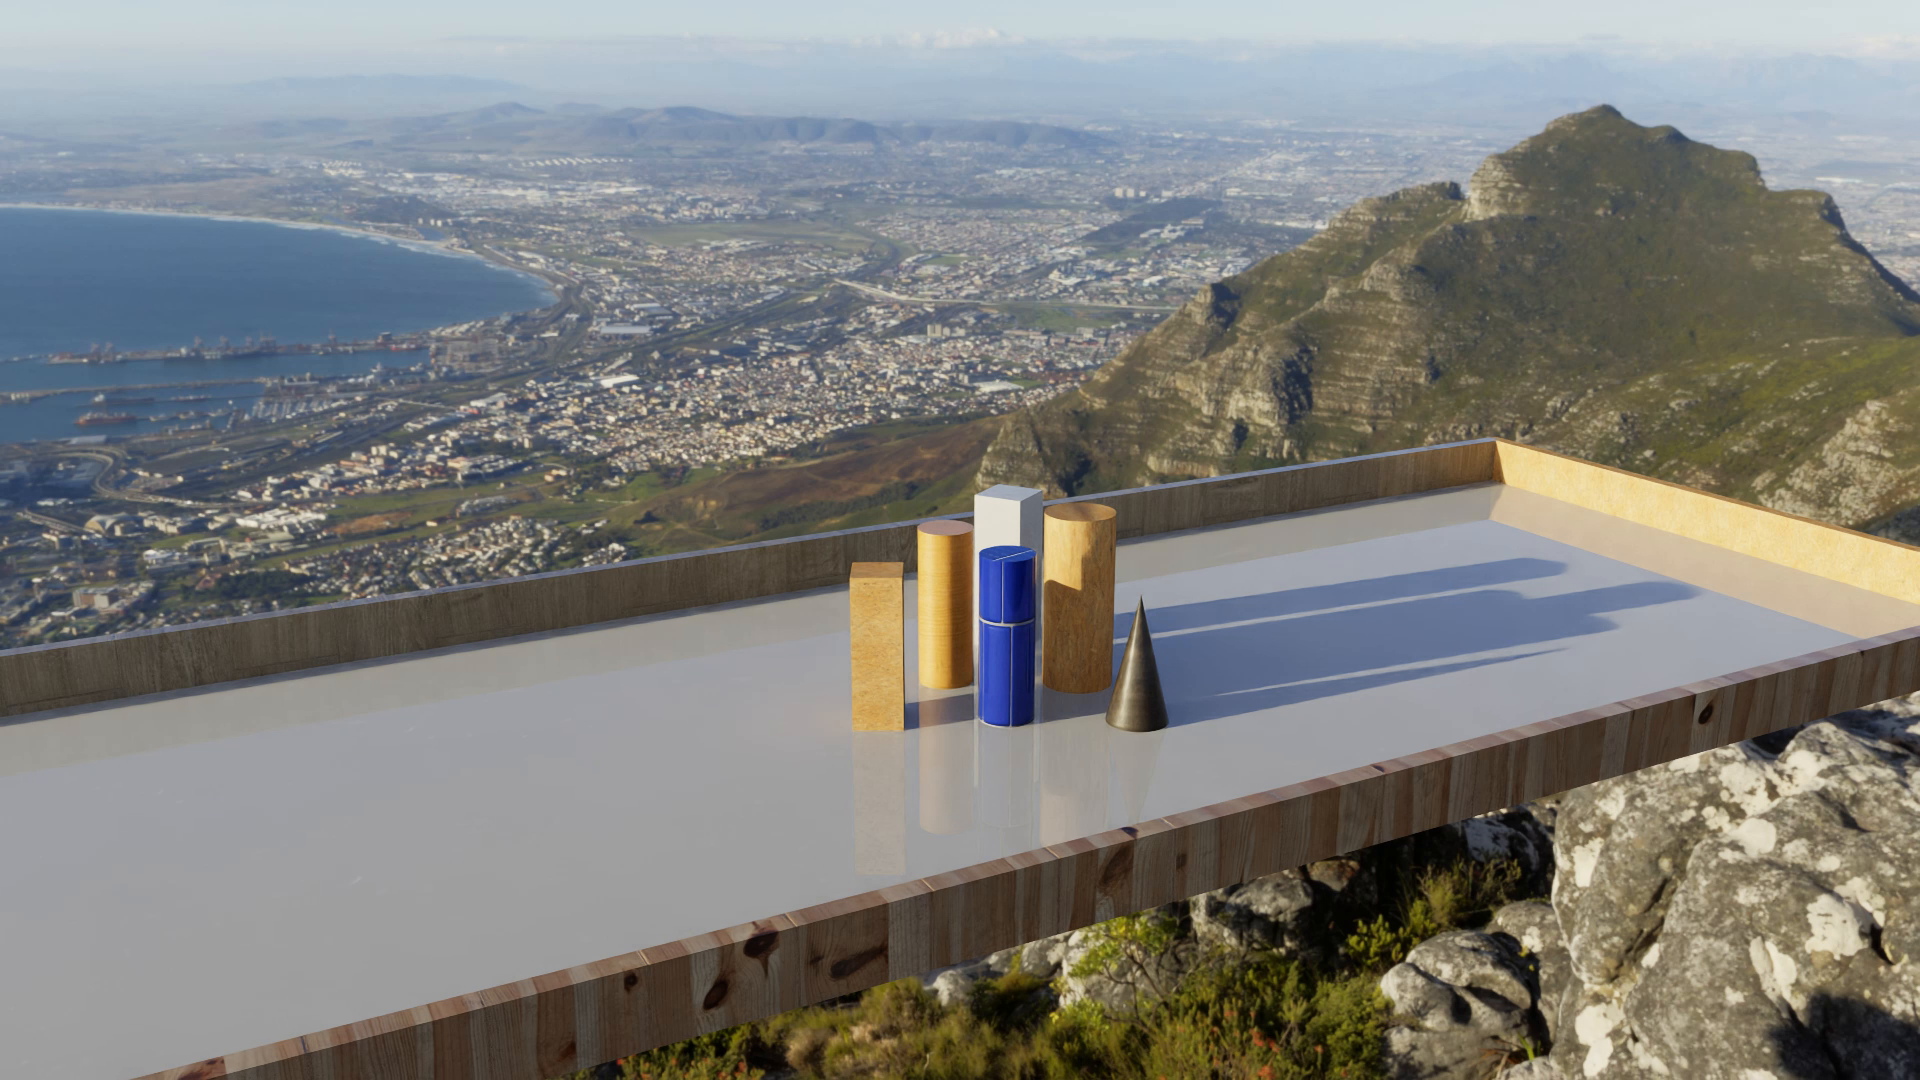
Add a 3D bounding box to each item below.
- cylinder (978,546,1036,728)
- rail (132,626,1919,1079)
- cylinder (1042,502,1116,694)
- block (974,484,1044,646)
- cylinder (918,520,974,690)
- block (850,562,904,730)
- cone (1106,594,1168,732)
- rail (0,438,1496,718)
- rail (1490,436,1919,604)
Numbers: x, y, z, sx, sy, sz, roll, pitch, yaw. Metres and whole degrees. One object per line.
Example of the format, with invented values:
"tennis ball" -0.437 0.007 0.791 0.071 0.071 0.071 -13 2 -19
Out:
"cylinder" 0.110 0.226 3.866 0.133 0.406 0.133 0 16 0
"rail" -2.336 1.006 1.665 12.000 0.150 0.050 -9 18 -27
"cylinder" 0.294 0.143 4.088 0.176 0.441 0.176 0 16 0
"block" 0.128 0.074 4.369 0.132 0.413 0.132 9 19 28
"cylinder" -0.035 0.160 4.104 0.139 0.397 0.139 0 16 0
"block" -0.191 0.248 3.848 0.119 0.374 0.119 0 16 0
"cone" 0.419 0.276 3.862 0.150 0.312 0.150 0 16 0
"rail" -3.305 0.497 3.399 12.000 0.150 0.050 -9 18 -27
"rail" 2.466 -0.048 5.253 0.050 0.150 2.100 -9 18 -27
